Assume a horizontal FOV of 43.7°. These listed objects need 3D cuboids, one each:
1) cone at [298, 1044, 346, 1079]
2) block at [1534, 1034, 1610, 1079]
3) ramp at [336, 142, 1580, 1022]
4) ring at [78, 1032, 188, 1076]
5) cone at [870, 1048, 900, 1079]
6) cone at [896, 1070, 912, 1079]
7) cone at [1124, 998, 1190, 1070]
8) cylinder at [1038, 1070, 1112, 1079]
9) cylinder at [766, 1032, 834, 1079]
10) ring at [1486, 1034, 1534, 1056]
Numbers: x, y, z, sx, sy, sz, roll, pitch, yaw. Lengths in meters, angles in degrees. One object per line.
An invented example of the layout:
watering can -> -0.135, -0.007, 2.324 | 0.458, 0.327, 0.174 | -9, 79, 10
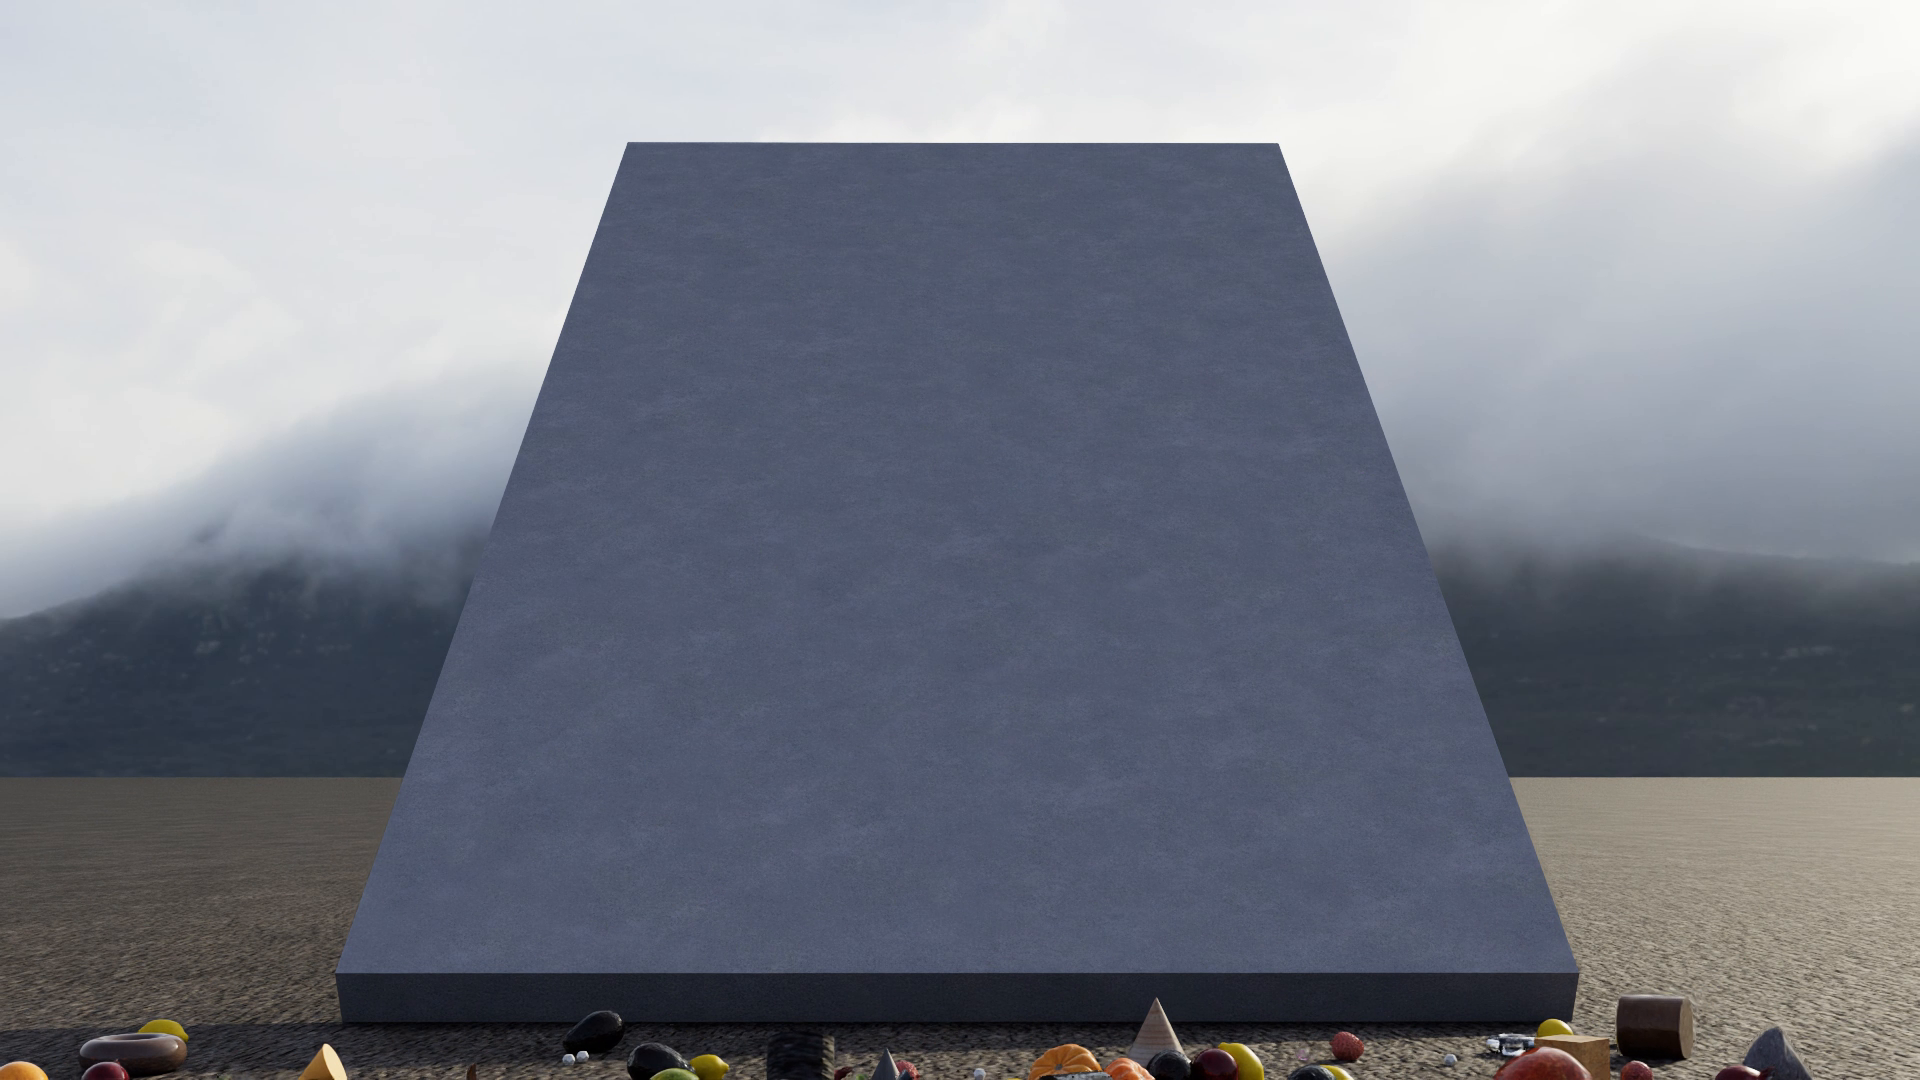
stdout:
cone -> -0.831, 0.690, 3.076 | 0.063, 0.063, 0.063 | -26, -5, -3
block -> 0.777, 0.667, 3.042 | 0.068, 0.068, 0.068 | -5, -8, 45
ramp -> -0.012, -0.219, 5.629 | 2.000, 0.100, 4.000 | 0, 29, 0
ring -> -1.122, 0.698, 3.252 | 0.141, 0.047, 0.141 | -1, -6, 0
cone -> -0.091, 0.659, 2.953 | 0.067, 0.067, 0.067 | 0, -6, 0
cone -> -0.078, 0.677, 2.911 | 0.050, 0.050, 0.050 | -26, 1, -14
cone -> 0.273, 0.682, 3.328 | 0.094, 0.094, 0.094 | 0, -6, 0
cylinder -> 0.128, 0.627, 2.651 | 0.073, 0.073, 0.073 | 4, -7, -36
cylinder -> -0.188, 0.629, 2.826 | 0.080, 0.080, 0.080 | -1, -25, 0
ring -> 0.799, 0.728, 3.457 | 0.078, 0.026, 0.078 | 1, -6, 0
